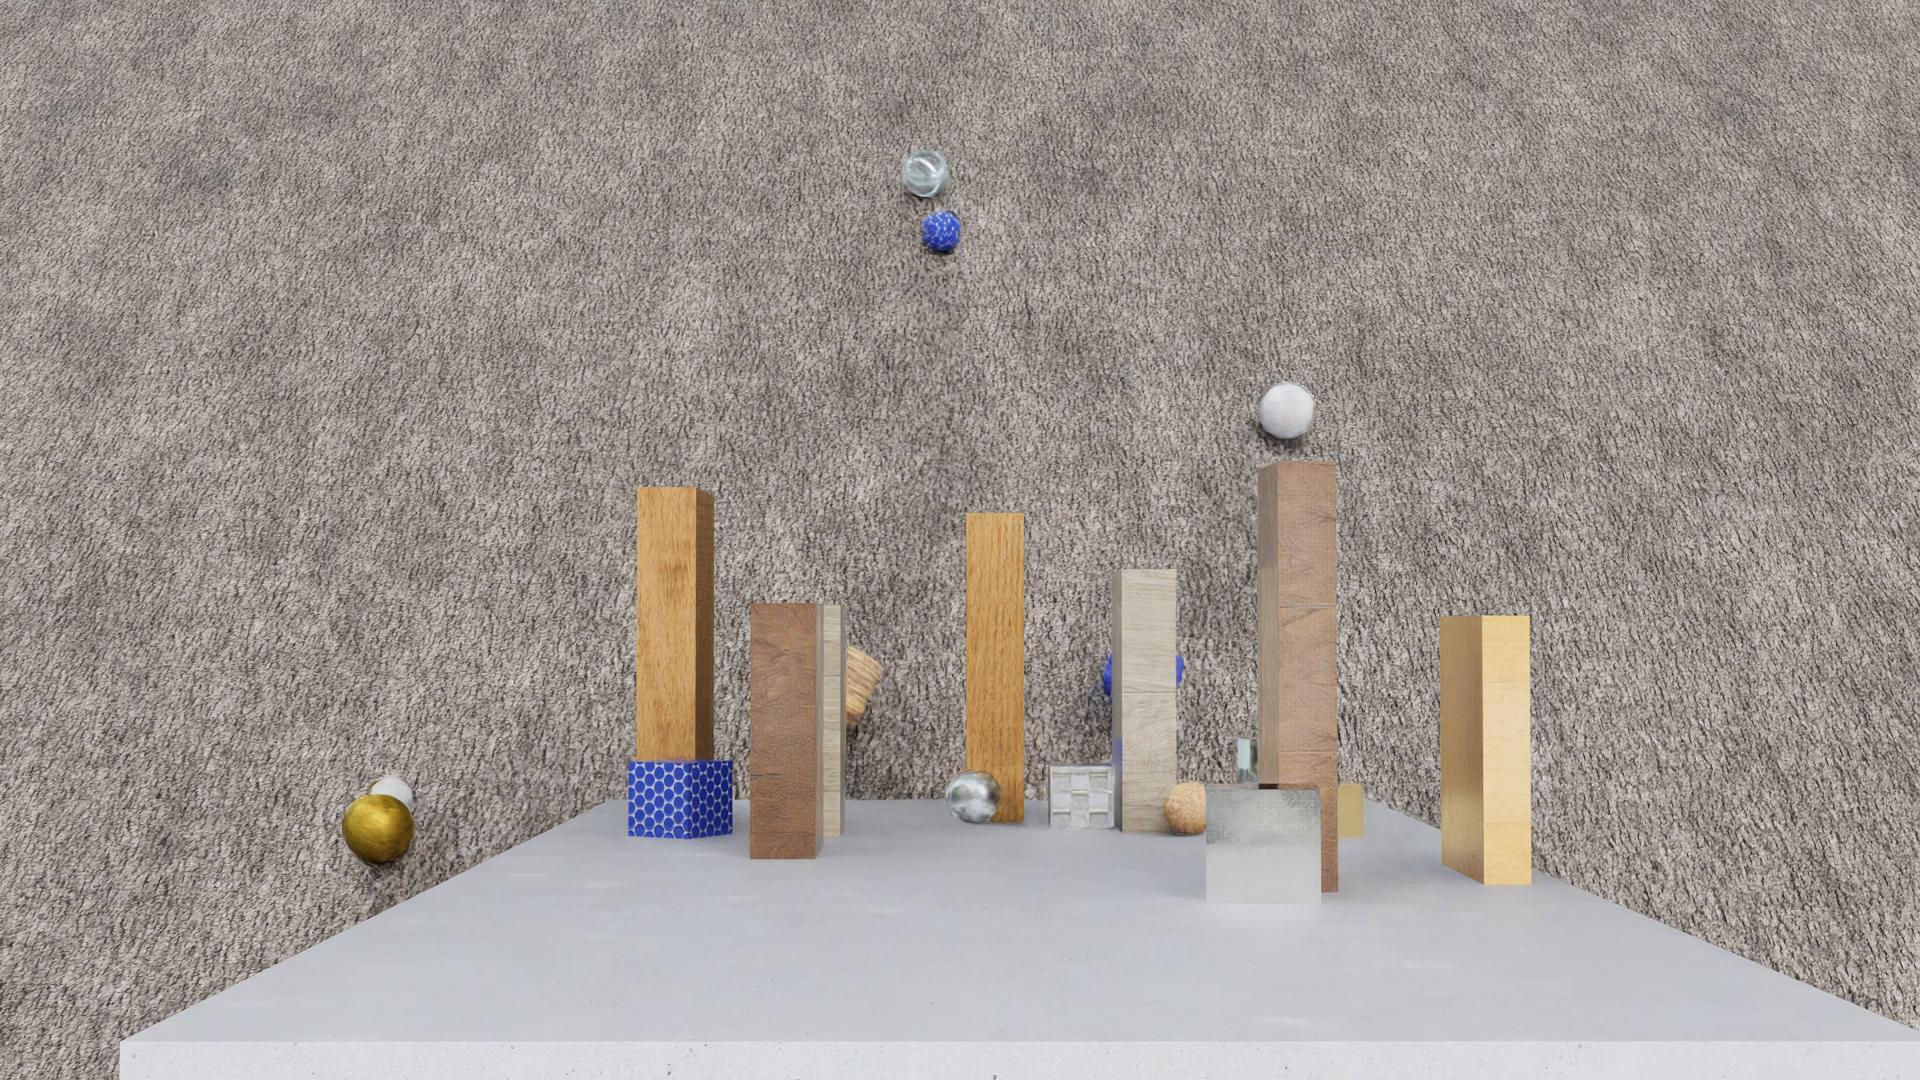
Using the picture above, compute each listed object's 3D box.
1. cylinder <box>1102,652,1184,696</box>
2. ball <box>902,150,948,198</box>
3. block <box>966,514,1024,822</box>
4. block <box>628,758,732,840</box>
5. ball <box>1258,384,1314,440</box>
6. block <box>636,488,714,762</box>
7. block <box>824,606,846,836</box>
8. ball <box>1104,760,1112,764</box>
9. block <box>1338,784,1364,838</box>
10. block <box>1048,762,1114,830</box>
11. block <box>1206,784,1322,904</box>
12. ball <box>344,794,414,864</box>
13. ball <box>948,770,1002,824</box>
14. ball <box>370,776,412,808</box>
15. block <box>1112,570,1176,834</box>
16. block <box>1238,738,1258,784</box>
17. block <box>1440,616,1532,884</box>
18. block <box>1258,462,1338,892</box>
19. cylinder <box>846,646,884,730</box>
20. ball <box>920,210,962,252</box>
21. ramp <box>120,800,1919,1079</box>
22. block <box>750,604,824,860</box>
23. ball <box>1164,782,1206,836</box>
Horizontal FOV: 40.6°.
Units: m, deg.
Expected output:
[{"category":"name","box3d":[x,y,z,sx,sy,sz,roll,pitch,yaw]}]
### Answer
[{"category":"cylinder","box3d":[0.512,0.379,7.268,0.170,0.170,0.170,18,39,21]},{"category":"ball","box3d":[-0.130,-1.373,9.740,0.173,0.173,0.173,0,35,0]},{"category":"block","box3d":[0.082,0.302,6.222,0.135,0.722,0.279,0,-2,0]},{"category":"block","box3d":[-0.611,0.565,5.688,0.162,0.162,0.162,-1,-2,31]},{"category":"ball","box3d":[1.054,-0.415,8.383,0.180,0.180,0.180,0,35,0]},{"category":"block","box3d":[-0.657,0.273,6.024,0.132,0.769,0.431,0,-2,0]},{"category":"block","box3d":[-0.305,0.397,5.773,0.089,0.502,0.261,0,-2,0]},{"category":"ball","box3d":[0.357,0.603,6.332,0.129,0.129,0.129,0,35,0]},{"category":"block","box3d":[0.808,0.591,5.696,0.109,0.109,0.109,-2,-2,39]},{"category":"block","box3d":[0.275,0.582,5.918,0.142,0.142,0.142,0,-2,0]},{"category":"block","box3d":[0.509,0.508,4.365,0.187,0.187,0.187,0,-2,6]},{"category":"ball","box3d":[-1.507,0.750,6.739,0.180,0.180,0.180,0,35,0]},{"category":"ball","box3d":[0.034,0.594,6.010,0.125,0.125,0.125,0,35,0]},{"category":"ball","box3d":[-1.509,0.684,6.892,0.111,0.111,0.111,0,35,0]},{"category":"block","box3d":[0.418,0.362,5.927,0.119,0.582,0.380,0,-2,0]},{"category":"block","box3d":[0.830,0.594,6.664,0.169,0.169,0.169,-2,-3,40]},{"category":"block","box3d":[0.967,0.378,4.798,0.083,0.475,0.407,0,-2,0]},{"category":"block","box3d":[0.597,0.239,4.618,0.101,0.741,0.305,0,-2,0]},{"category":"cylinder","box3d":[-0.332,0.398,7.166,0.186,0.186,0.186,21,77,26]},{"category":"ball","box3d":[-0.068,-1.118,9.404,0.146,0.146,0.146,0,35,0]},{"category":"ramp","box3d":[0.078,0.667,4.848,2.000,0.100,4.000,0,-2,0]},{"category":"block","box3d":[-0.348,0.380,5.253,0.128,0.502,0.307,0,-2,0]},{"category":"ball","box3d":[0.504,0.587,5.677,0.117,0.117,0.117,0,35,0]}]
